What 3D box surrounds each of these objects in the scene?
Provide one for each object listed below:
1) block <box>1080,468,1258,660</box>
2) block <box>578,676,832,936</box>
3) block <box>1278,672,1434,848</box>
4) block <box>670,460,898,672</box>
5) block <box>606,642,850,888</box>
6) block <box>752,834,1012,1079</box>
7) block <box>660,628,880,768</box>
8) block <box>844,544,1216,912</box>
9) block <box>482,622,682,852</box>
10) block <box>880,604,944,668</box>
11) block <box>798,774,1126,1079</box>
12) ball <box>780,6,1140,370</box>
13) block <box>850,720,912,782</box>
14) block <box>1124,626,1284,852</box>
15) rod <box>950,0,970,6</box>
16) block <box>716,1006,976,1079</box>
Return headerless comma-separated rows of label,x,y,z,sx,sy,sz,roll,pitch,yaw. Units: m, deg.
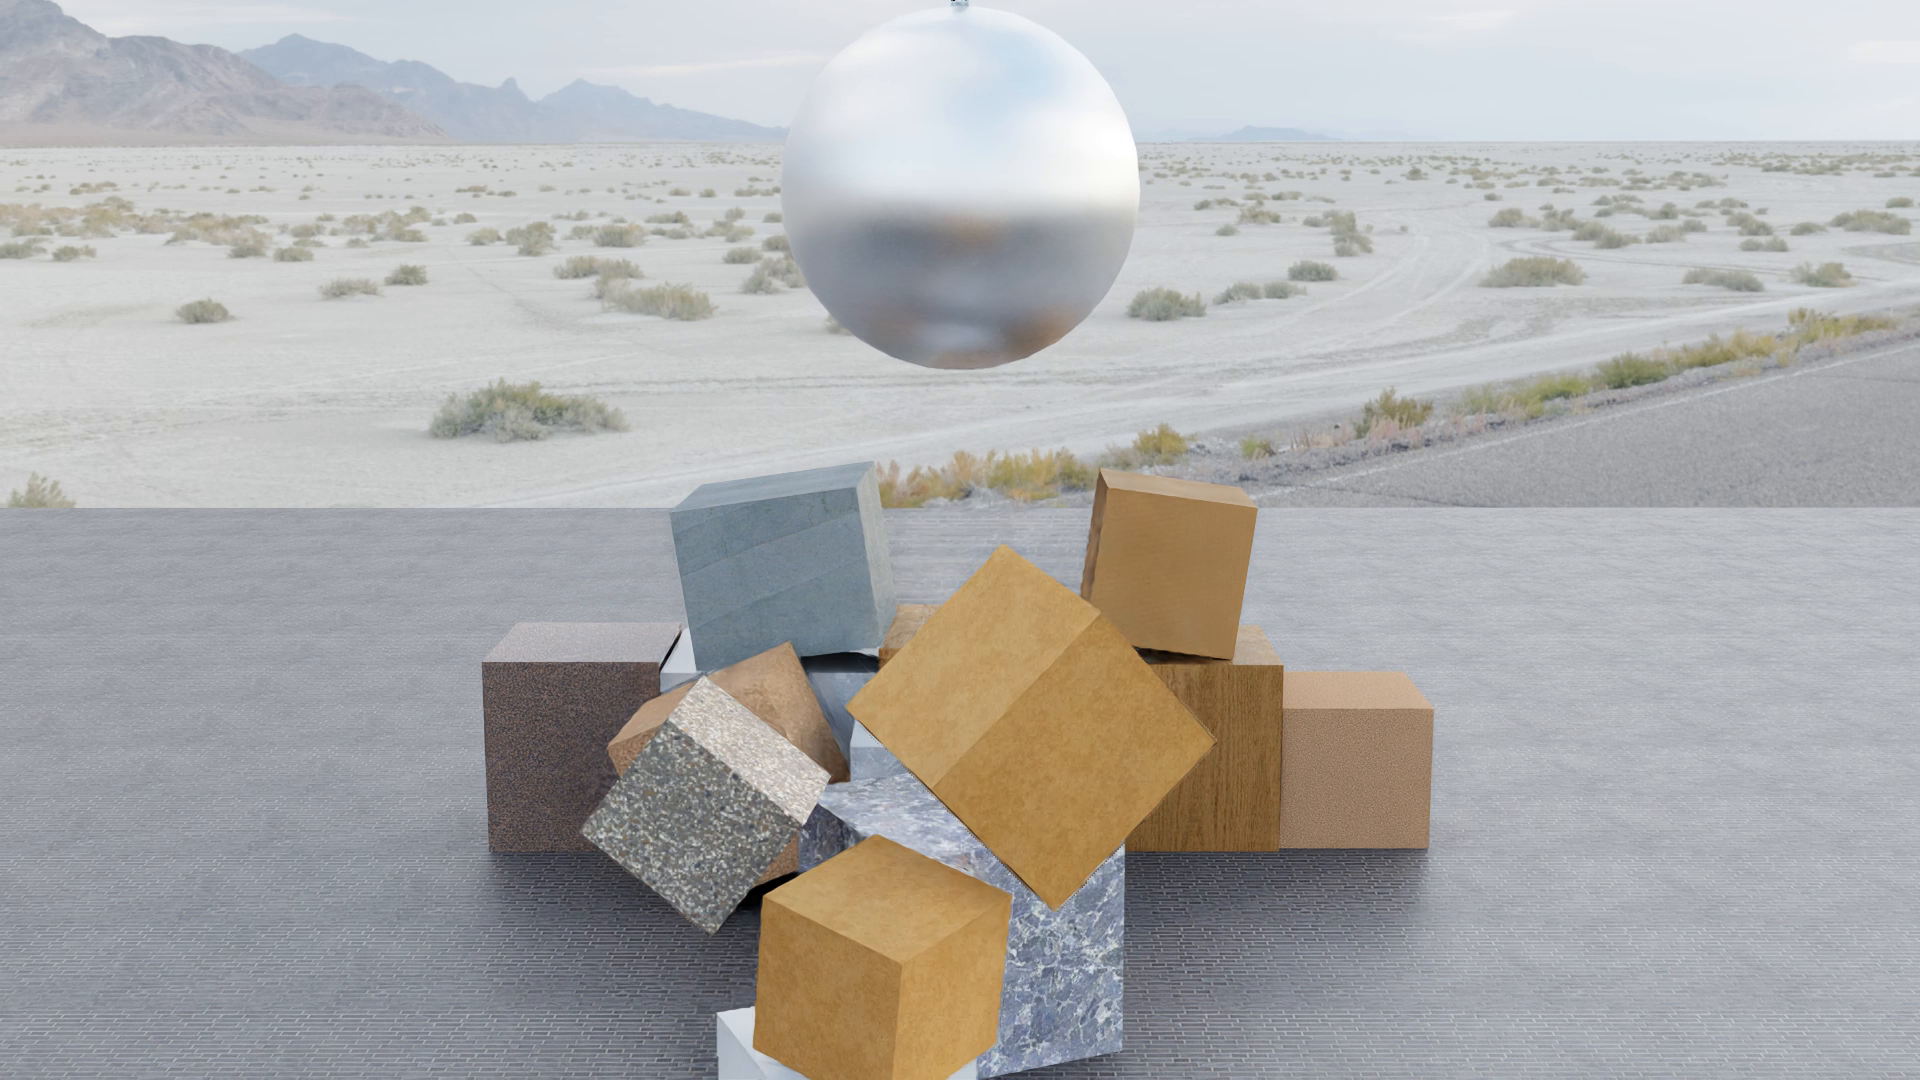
block,1.039,0.112,11.165,0.745,0.774,0.643,8,10,-2
block,-0.964,1.004,8.404,0.637,0.583,0.535,38,16,-2
block,1.979,1.123,11.368,0.751,0.723,0.781,0,10,0
block,-0.873,0.115,11.160,0.925,0.800,0.885,-8,10,5
block,-1.042,1.106,10.381,0.790,0.863,0.815,-23,8,8
block,-0.246,1.360,6.929,0.548,0.552,0.561,19,25,32
block,-0.938,1.019,11.372,1.071,0.926,0.999,0,10,0
block,0.222,0.598,7.134,0.749,0.691,0.653,-46,33,-6
block,-1.919,0.999,11.347,0.871,0.975,0.898,0,10,0
block,0.133,0.959,11.345,1.041,1.055,1.046,0,10,1
block,-0.014,1.503,8.772,0.940,0.904,1.035,-5,11,-25
ball,0.000,-1.554,9.773,1.600,1.600,1.600,0,10,0
block,-0.058,1.266,10.255,0.859,0.840,0.796,0,10,0
block,1.127,1.006,11.357,0.934,0.958,0.905,0,10,0
rod,0.000,-4.954,9.792,0.080,5.200,0.080,0,0,0
block,-0.382,1.919,7.264,0.673,0.623,0.634,-4,11,-22
